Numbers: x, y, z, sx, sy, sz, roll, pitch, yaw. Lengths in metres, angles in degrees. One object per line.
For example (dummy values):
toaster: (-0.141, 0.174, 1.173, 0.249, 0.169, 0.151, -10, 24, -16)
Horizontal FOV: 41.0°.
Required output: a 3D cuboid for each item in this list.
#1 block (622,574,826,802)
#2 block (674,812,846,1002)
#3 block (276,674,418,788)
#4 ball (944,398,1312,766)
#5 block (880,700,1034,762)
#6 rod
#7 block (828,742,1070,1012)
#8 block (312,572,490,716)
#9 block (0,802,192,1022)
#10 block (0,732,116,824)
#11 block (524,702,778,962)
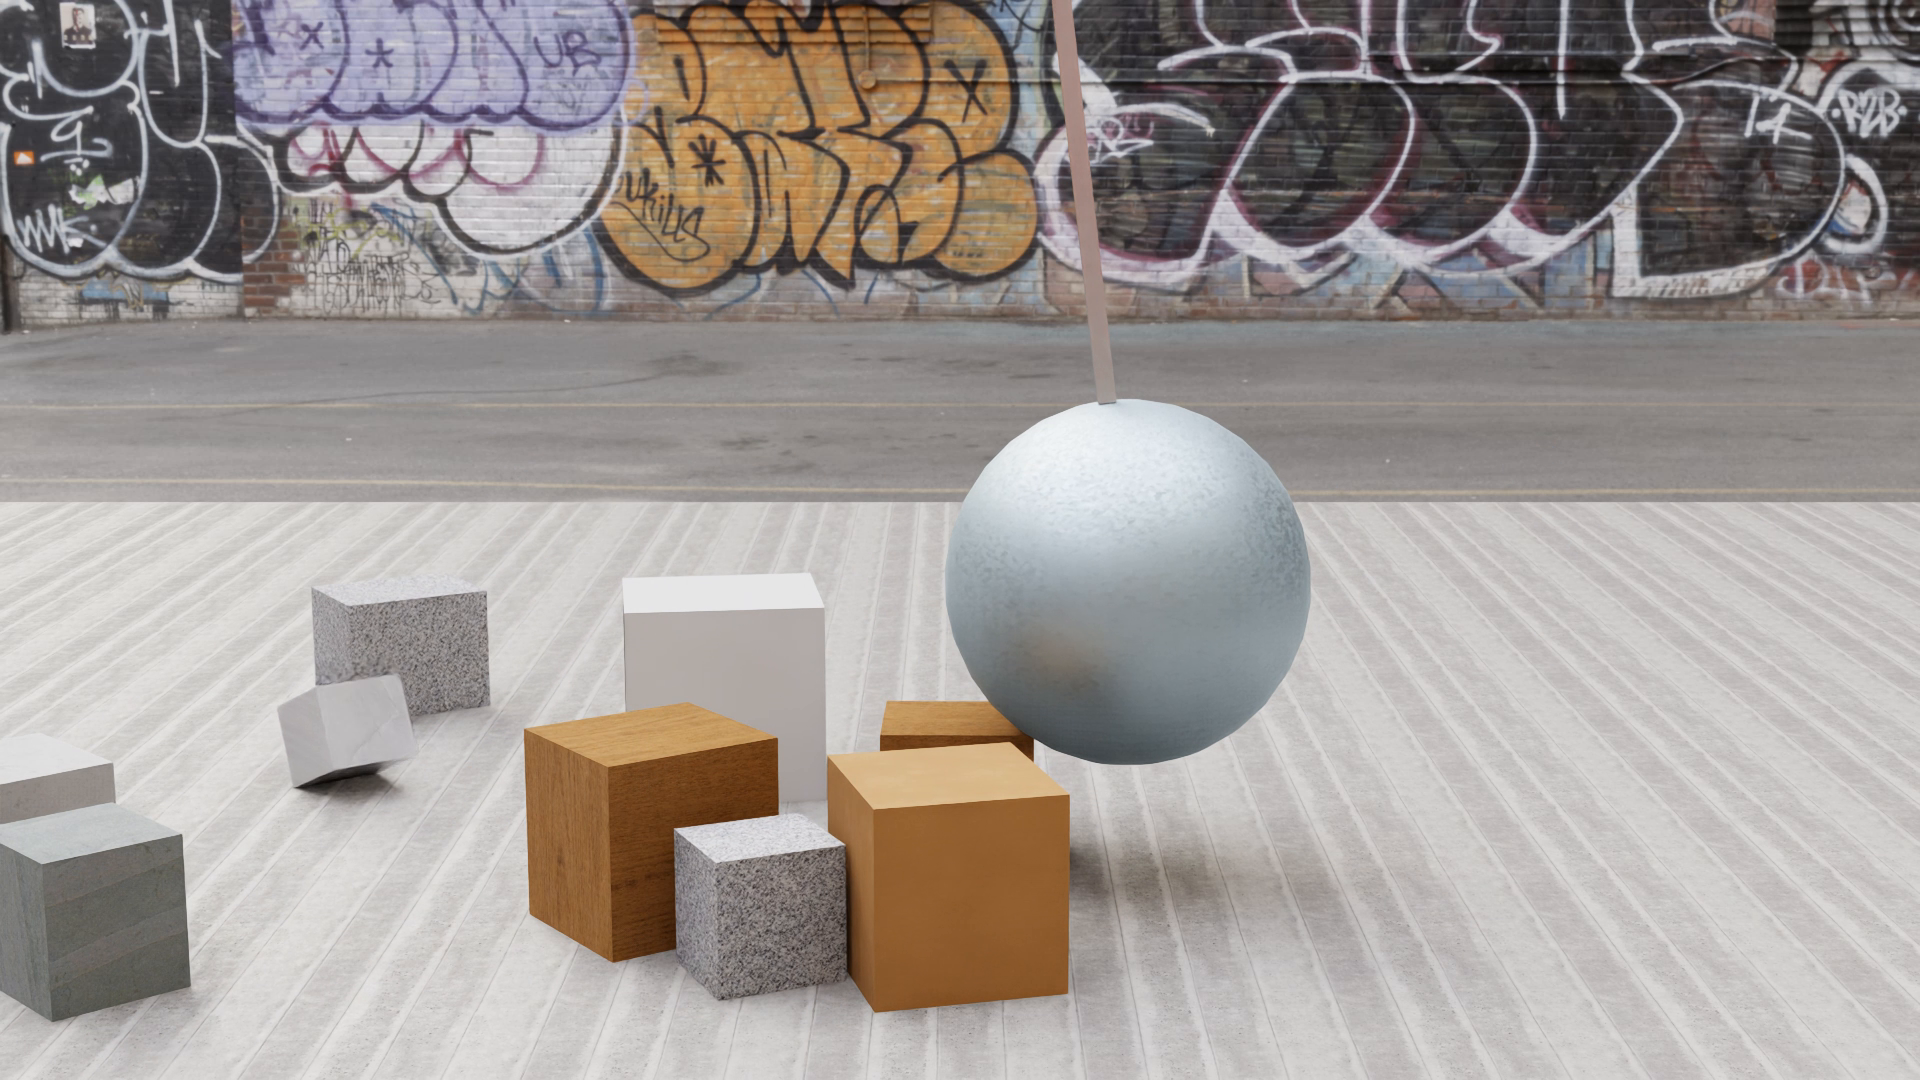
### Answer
block: (-1.189, 0.734, 12.841, 0.962, 0.962, 0.875, -1, 10, -8)
block: (-0.789, 1.437, 10.120, 0.533, 0.552, 0.491, -5, 11, -25)
block: (-3.048, 0.948, 12.747, 0.449, 0.417, 0.499, -8, -9, -39)
ball: (0.731, 0.185, 11.214, 1.600, 1.600, 1.600, 0, 10, 0)
block: (-0.007, 1.113, 11.705, 0.681, 0.622, 0.629, 0, 10, 1)
rod: (0.317, -3.136, 10.610, 0.080, 5.200, 0.080, -7, 10, 1)
block: (-0.058, 1.310, 10.127, 0.769, 0.798, 0.805, -3, 11, -15)
block: (-3.147, 0.597, 14.437, 0.794, 0.661, 0.632, -6, 12, -32)
block: (-3.407, 1.431, 9.969, 0.560, 0.617, 0.601, -10, 14, -43)
block: (-4.002, 1.260, 10.717, 0.693, 0.686, 0.683, -10, 14, -43)
block: (-1.286, 1.199, 10.712, 0.786, 0.809, 0.744, -7, 13, -35)
